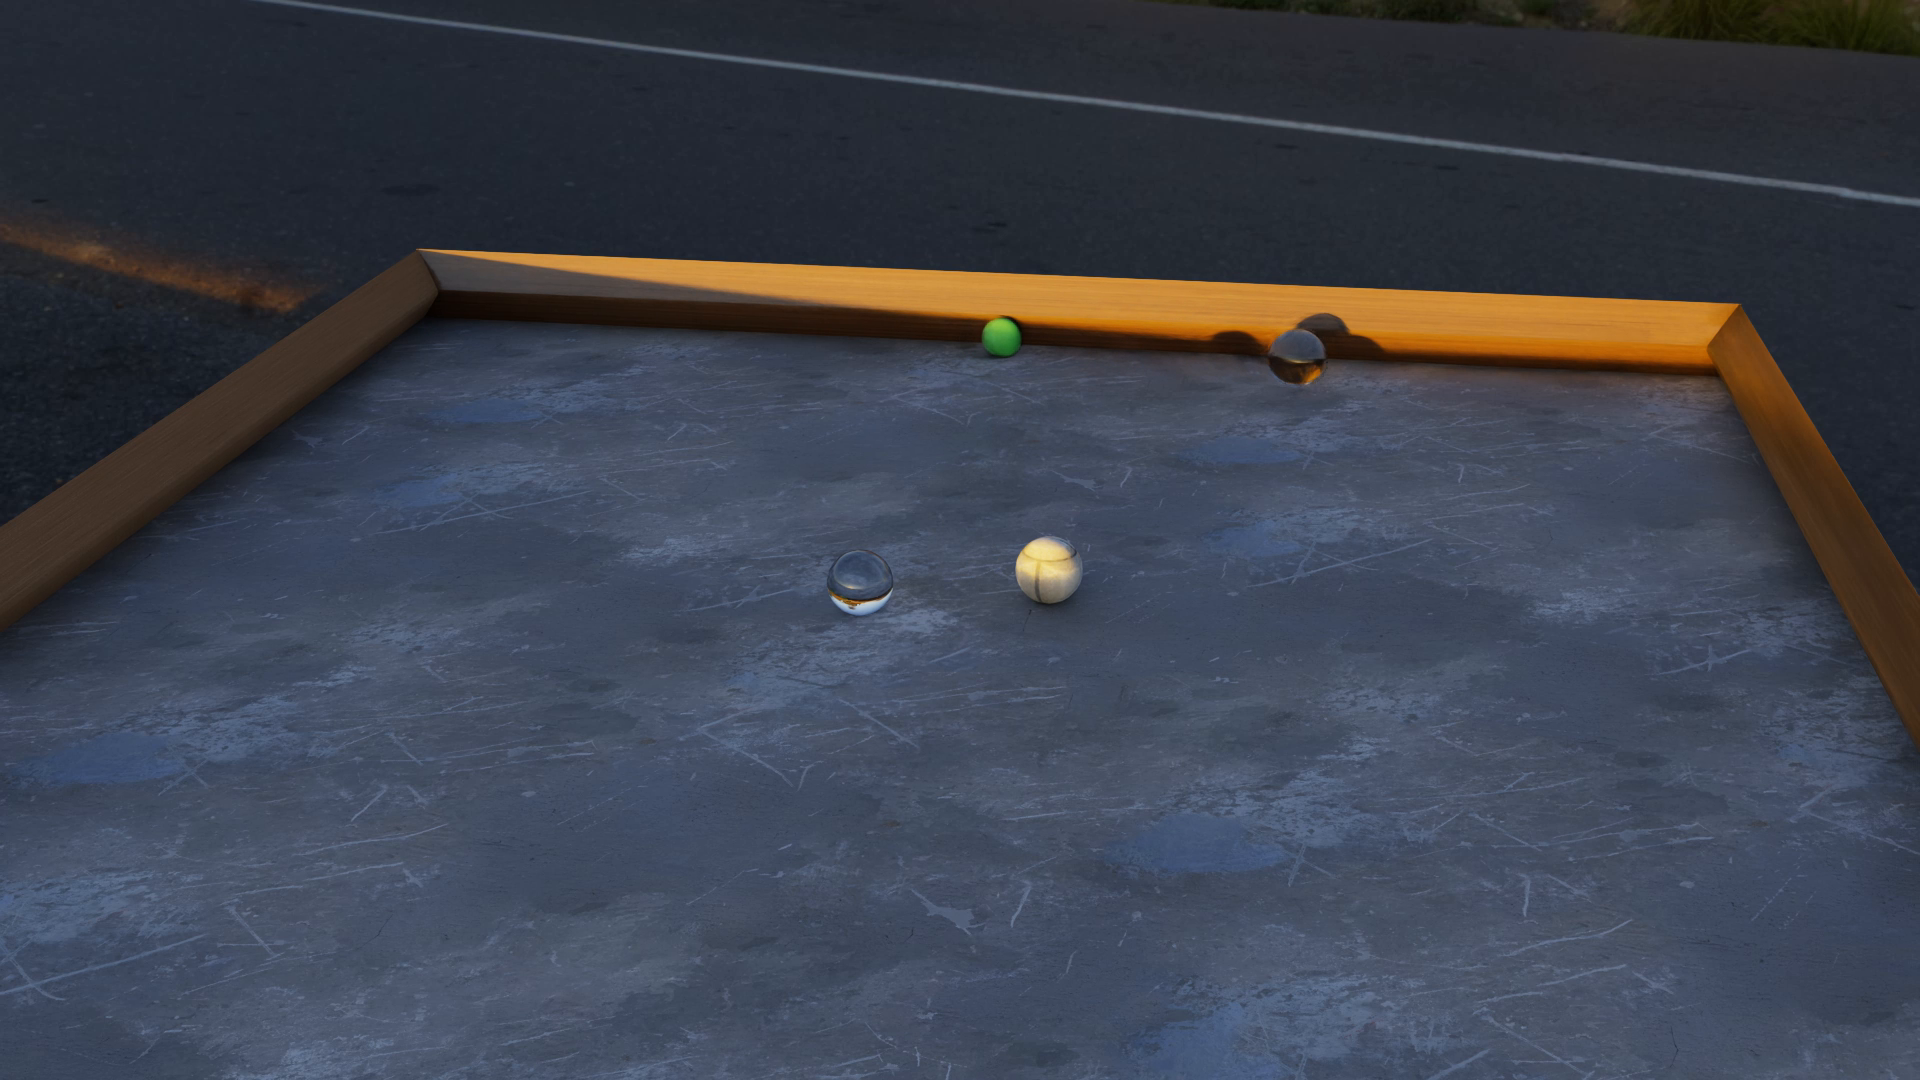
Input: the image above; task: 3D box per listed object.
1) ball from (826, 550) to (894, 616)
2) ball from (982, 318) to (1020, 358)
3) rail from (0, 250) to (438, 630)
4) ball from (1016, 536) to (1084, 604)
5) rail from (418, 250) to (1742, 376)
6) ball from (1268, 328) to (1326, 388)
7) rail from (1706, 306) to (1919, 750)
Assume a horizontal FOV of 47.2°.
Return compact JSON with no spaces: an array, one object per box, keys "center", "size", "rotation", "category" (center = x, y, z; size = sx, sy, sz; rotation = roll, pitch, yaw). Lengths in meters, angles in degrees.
[{"center":[-0.105,0.045,2.317],"size":[0.070,0.070,0.070],"rotation":[0,22,0],"category":"ball"},{"center":[0.059,-0.291,3.156],"size":[0.056,0.056,0.056],"rotation":[0,22,0],"category":"ball"},{"center":[-1.056,0.242,1.787],"size":[0.045,0.104,3.375],"rotation":[3,22,8],"category":"rail"},{"center":[0.095,0.032,2.347],"size":[0.072,0.072,0.072],"rotation":[0,22,0],"category":"ball"},{"center":[0.127,-0.325,3.175],"size":[1.921,0.104,0.045],"rotation":[3,22,8],"category":"rail"},{"center":[0.464,-0.251,3.026],"size":[0.080,0.080,0.080],"rotation":[0,22,0],"category":"ball"},{"center":[0.795,0.352,1.519],"size":[0.045,0.104,3.375],"rotation":[3,22,8],"category":"rail"}]
